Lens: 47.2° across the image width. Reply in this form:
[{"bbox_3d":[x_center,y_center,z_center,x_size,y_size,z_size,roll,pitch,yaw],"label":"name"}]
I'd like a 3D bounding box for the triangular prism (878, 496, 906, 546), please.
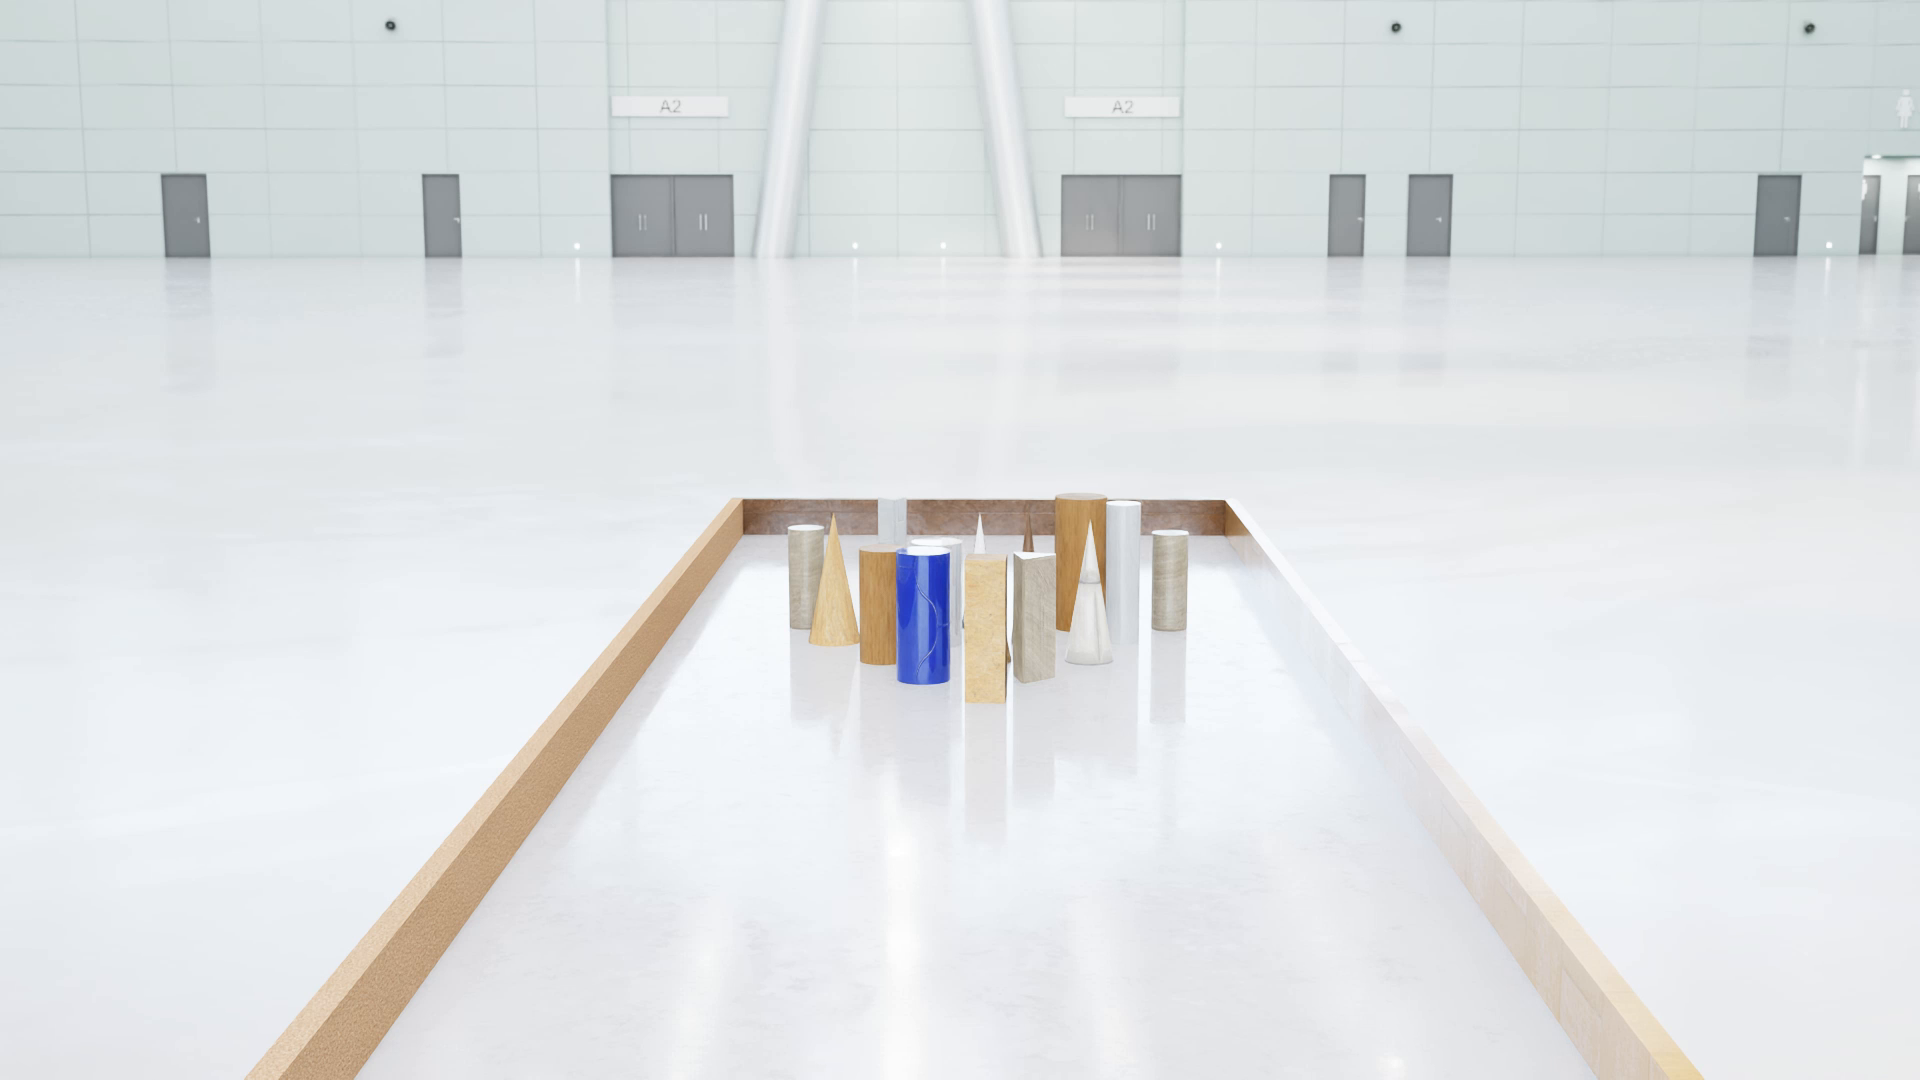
[{"bbox_3d":[-0.208,0.072,7.201,0.080,0.425,0.092,-7,11,-36],"label":"triangular prism"}]

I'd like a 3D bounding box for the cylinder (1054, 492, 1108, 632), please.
[{"bbox_3d":[0.393,0.072,7.168,0.171,0.434,0.171,0,9,0],"label":"cylinder"}]

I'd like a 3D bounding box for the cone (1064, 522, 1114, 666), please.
[{"bbox_3d":[0.393,0.152,6.660,0.148,0.435,0.148,0,9,0],"label":"cone"}]

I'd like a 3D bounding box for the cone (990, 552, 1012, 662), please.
[{"bbox_3d":[0.093,0.201,6.664,0.129,0.336,0.129,0,9,0],"label":"cone"}]

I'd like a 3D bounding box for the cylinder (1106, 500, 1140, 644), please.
[{"bbox_3d":[0.514,0.103,6.949,0.109,0.442,0.109,0,9,0],"label":"cylinder"}]

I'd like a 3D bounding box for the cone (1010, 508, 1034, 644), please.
[{"bbox_3d":[0.214,0.107,6.917,0.111,0.444,0.111,0,9,0],"label":"cone"}]

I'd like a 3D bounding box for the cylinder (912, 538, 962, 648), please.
[{"bbox_3d":[-0.072,0.165,6.923,0.159,0.326,0.159,0,9,0],"label":"cylinder"}]

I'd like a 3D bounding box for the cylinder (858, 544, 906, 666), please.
[{"bbox_3d":[-0.232,0.195,6.673,0.148,0.345,0.148,0,9,0],"label":"cylinder"}]

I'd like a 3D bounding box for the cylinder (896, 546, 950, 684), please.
[{"bbox_3d":[-0.107,0.219,6.412,0.160,0.380,0.160,0,9,0],"label":"cylinder"}]

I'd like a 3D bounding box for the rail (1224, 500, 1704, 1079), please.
[{"bbox_3d":[1.046,0.843,3.208,0.050,0.150,12.000,0,9,1],"label":"rail"}]

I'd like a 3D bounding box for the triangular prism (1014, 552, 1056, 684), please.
[{"bbox_3d":[0.195,0.223,6.435,0.128,0.366,0.111,-8,12,-41],"label":"triangular prism"}]

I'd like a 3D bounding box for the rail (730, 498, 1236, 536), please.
[{"bbox_3d":[0.099,-0.098,9.147,2.100,0.150,0.050,0,9,1],"label":"rail"}]

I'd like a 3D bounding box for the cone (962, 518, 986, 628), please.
[{"bbox_3d":[0.064,0.098,7.179,0.121,0.380,0.121,0,9,0],"label":"cone"}]

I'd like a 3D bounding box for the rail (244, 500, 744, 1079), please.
[{"bbox_3d":[-1.004,0.839,3.234,0.050,0.150,12.000,0,9,1],"label":"rail"}]

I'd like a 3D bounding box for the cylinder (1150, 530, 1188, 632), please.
[{"bbox_3d":[0.683,0.132,7.167,0.119,0.316,0.119,0,9,0],"label":"cylinder"}]

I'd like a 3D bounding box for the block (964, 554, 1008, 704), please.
[{"bbox_3d":[0.073,0.247,6.159,0.112,0.404,0.112,1,9,4],"label":"block"}]

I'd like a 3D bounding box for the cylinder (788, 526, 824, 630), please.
[{"bbox_3d":[-0.502,0.122,7.190,0.117,0.328,0.117,0,9,0],"label":"cylinder"}]

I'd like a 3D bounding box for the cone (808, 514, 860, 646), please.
[{"bbox_3d":[-0.398,0.117,6.948,0.166,0.415,0.166,0,9,0],"label":"cone"}]
